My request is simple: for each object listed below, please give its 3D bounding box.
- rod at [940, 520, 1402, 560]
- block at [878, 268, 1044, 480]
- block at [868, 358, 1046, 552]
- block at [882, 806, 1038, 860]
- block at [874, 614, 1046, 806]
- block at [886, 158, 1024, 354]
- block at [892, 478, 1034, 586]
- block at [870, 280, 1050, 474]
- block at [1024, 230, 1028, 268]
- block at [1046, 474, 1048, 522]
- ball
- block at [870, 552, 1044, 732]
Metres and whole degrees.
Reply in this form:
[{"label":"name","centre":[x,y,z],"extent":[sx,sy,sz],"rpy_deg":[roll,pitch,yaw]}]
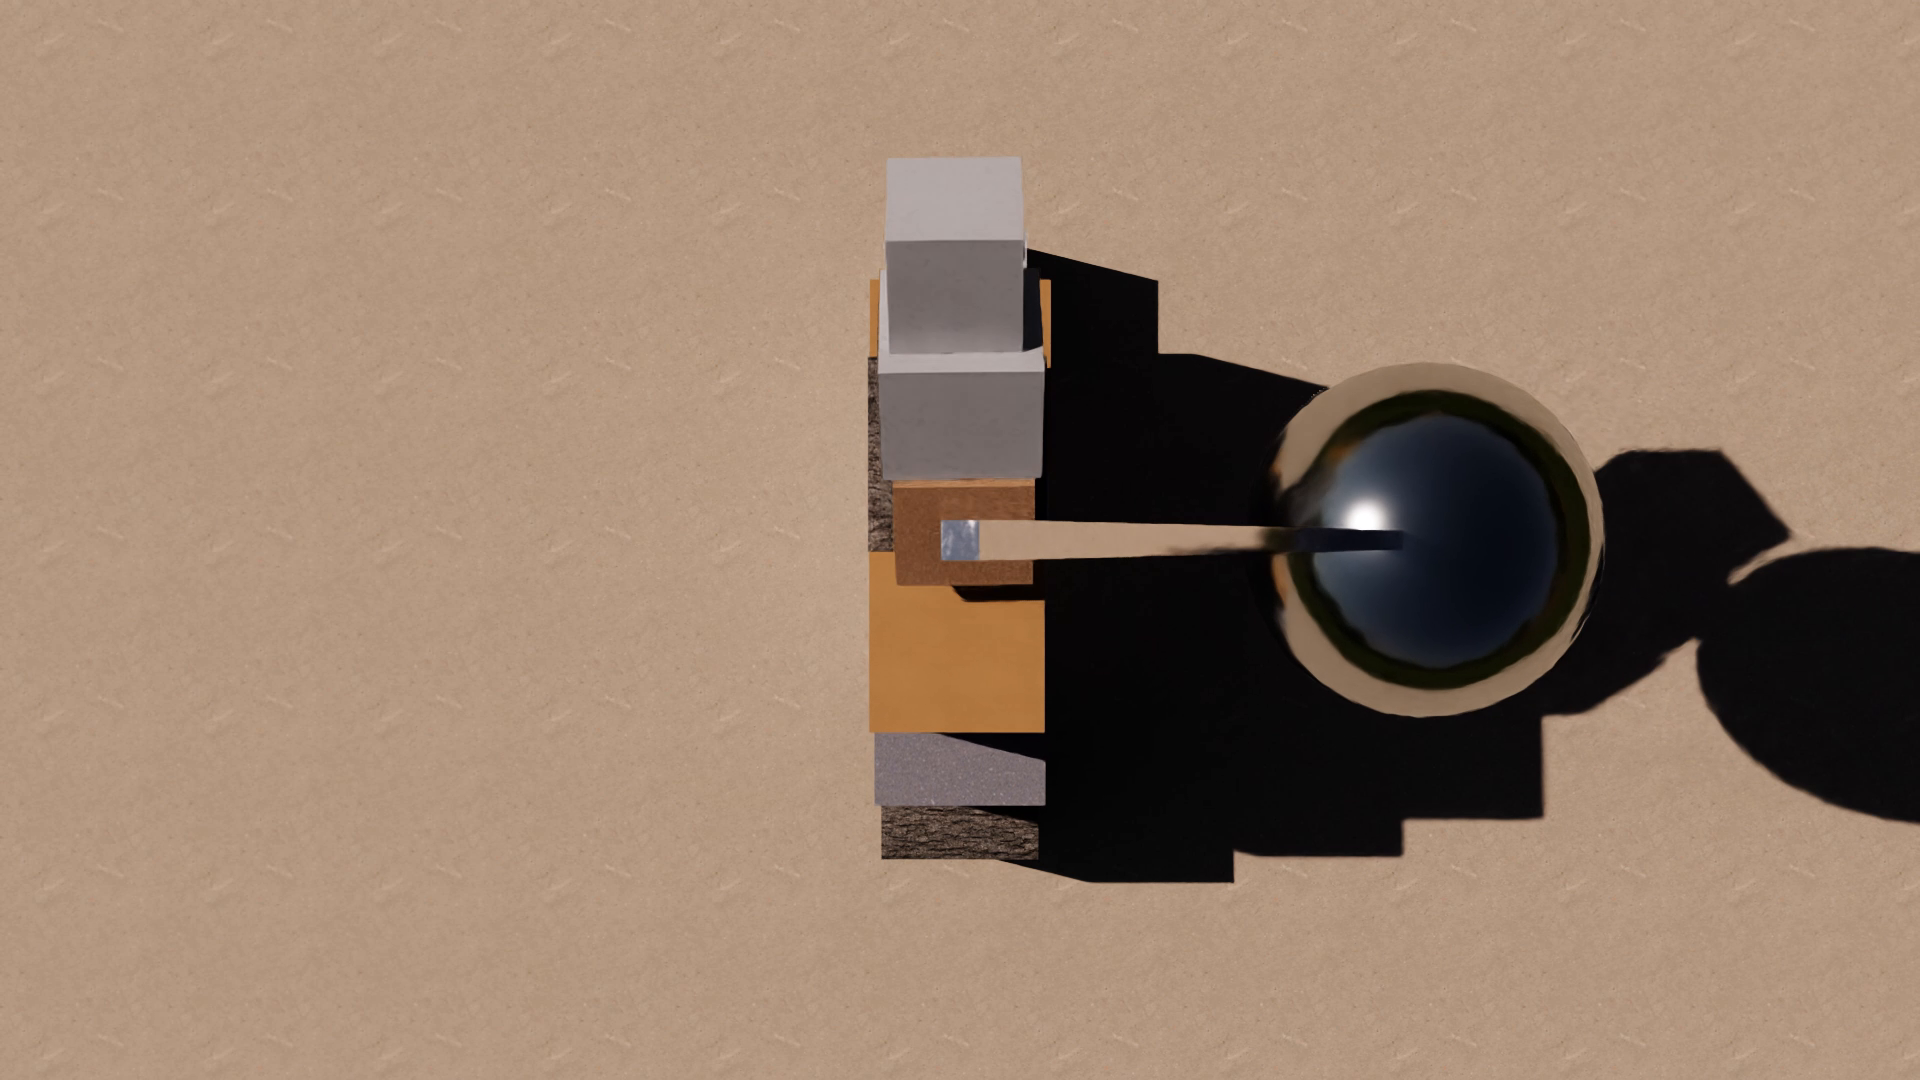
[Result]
[{"label":"rod","centre":[0.899,0.000,6.691],"extent":[0.080,5.200,0.080],"rpy_deg":[0,90,20]},{"label":"block","centre":[0.005,-0.723,9.571],"extent":[0.691,0.613,0.685],"rpy_deg":[-1,45,0]},{"label":"block","centre":[-0.012,-0.417,10.839],"extent":[0.850,0.782,0.922],"rpy_deg":[0,91,0]},{"label":"block","centre":[-0.001,1.249,12.460],"extent":[0.851,1.081,0.965],"rpy_deg":[0,90,0]},{"label":"block","centre":[0.000,0.851,11.470],"extent":[0.857,0.897,0.964],"rpy_deg":[0,90,0]},{"label":"block","centre":[-0.020,-1.189,9.188],"extent":[0.556,0.588,0.563],"rpy_deg":[-1,45,0]},{"label":"block","centre":[0.015,-0.261,9.984],"extent":[0.617,0.622,0.700],"rpy_deg":[-1,45,0]},{"label":"block","centre":[0.002,-0.843,11.700],"extent":[0.924,0.935,0.978],"rpy_deg":[0,90,0]},{"label":"block","centre":[-0.007,-1.350,12.639],"extent":[0.762,0.721,0.764],"rpy_deg":[0,90,0]},{"label":"block","centre":[-0.004,-0.499,12.584],"extent":[0.988,0.833,0.918],"rpy_deg":[0,90,0]},{"label":"ball","centre":[2.074,0.000,9.881],"extent":[1.600,1.600,1.600],"rpy_deg":[0,90,0]},{"label":"block","centre":[-0.014,0.476,10.631],"extent":[0.816,0.781,0.844],"rpy_deg":[0,90,0]}]
